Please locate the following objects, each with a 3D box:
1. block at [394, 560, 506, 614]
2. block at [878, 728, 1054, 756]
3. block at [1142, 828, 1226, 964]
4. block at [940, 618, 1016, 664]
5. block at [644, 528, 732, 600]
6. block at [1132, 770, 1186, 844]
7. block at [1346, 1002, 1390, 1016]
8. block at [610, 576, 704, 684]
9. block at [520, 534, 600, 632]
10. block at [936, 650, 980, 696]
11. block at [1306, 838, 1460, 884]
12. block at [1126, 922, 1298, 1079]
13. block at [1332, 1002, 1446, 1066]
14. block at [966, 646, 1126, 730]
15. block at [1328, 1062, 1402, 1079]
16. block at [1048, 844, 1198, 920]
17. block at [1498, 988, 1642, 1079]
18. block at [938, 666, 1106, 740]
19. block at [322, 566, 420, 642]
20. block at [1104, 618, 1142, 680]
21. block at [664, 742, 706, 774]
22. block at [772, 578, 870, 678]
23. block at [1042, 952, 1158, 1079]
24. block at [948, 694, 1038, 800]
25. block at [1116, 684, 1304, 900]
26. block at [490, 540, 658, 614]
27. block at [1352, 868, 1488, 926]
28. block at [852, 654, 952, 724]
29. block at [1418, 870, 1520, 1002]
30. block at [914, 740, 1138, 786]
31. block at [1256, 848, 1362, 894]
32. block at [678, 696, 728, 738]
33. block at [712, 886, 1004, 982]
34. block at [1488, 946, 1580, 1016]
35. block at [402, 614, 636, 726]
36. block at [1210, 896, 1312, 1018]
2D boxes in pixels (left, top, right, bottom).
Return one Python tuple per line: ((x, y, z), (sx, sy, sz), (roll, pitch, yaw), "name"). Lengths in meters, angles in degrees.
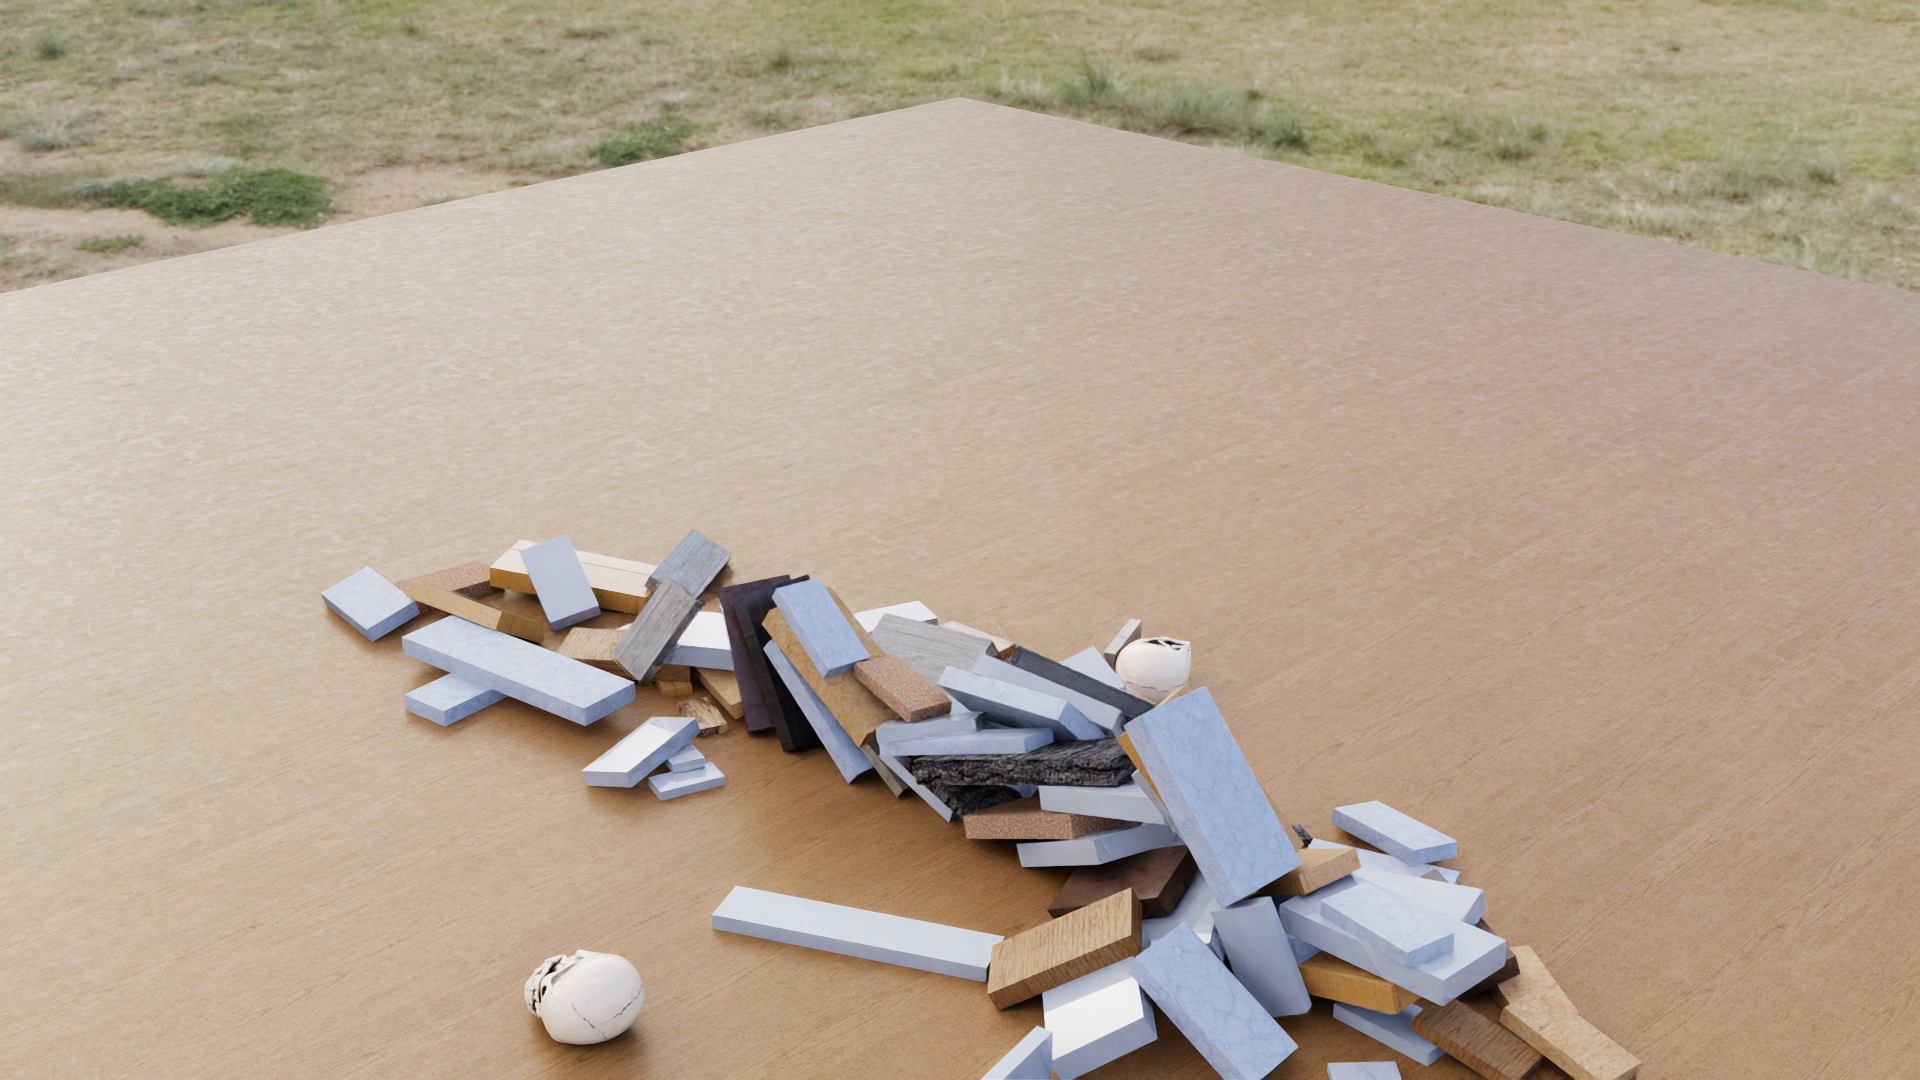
((-1.276, 0.119, 5.433), (0.264, 0.037, 0.132), (-18, 29, -35), "block")
((0.010, 0.402, 4.379), (0.356, 0.029, 0.103), (-5, 5, 36), "block")
((0.422, 0.608, 4.021), (0.177, 0.050, 0.513), (-22, 23, 25), "block")
((0.052, 0.271, 5.066), (0.153, 0.043, 0.307), (-6, 24, -15), "block")
((-0.673, 0.075, 5.466), (0.122, 0.035, 0.304), (33, 26, -1), "block")
((0.437, 0.489, 3.915), (0.130, 0.283, 0.037), (-39, 0, -43), "block")
((0.702, 0.772, 3.817), (0.098, 0.028, 0.196), (-19, 13, -35), "block")
((-0.677, 0.201, 4.914), (0.109, 0.219, 0.031), (37, 3, 33), "block")
((-0.968, 0.102, 5.320), (0.122, 0.035, 0.245), (-20, 52, -14), "block")
((0.095, 0.371, 4.712), (0.356, 0.050, 0.178), (21, 62, 40), "block")
((0.797, 0.643, 4.203), (0.288, 0.033, 0.116), (11, 25, 23), "block")
((0.422, 0.784, 3.682), (0.281, 0.040, 0.140), (47, 42, 17), "block")
((0.750, 0.828, 3.773), (0.098, 0.028, 0.196), (-21, 31, -40), "block")
((0.181, 0.343, 4.569), (0.305, 0.043, 0.153), (-26, 38, -9), "block")
((0.671, 0.889, 3.644), (0.113, 0.016, 0.057), (-1, 23, -2), "block")
((0.300, 0.630, 4.013), (0.281, 0.040, 0.140), (-17, 25, 46), "block")
((1.022, 0.840, 3.686), (0.105, 0.030, 0.211), (-15, 37, -38), "block")
((0.121, 0.339, 4.408), (0.324, 0.155, 0.044), (13, 70, 42), "block")
((-1.423, 0.153, 5.306), (0.132, 0.037, 0.264), (-34, 37, -25), "block")
((0.371, 0.262, 5.020), (0.027, 0.095, 0.191), (9, 25, 20), "block")
((-0.591, 0.454, 4.636), (0.071, 0.020, 0.141), (-10, 16, -21), "block")
((-0.291, 0.182, 4.596), (0.109, 0.031, 0.219), (-15, 60, -38), "block")
((0.232, 0.770, 3.778), (0.177, 0.050, 0.354), (-28, 21, 10), "block")
((0.061, 0.428, 4.604), (0.310, 0.044, 0.155), (20, 60, 39), "block")
((0.444, 0.446, 3.886), (0.176, 0.353, 0.050), (-33, -4, -43), "block")
((-0.934, 0.092, 5.431), (0.407, 0.050, 0.178), (10, 25, 10), "block")
((0.787, 0.674, 4.000), (0.299, 0.042, 0.149), (5, 36, 40), "block")
((-0.119, 0.304, 4.519), (0.103, 0.029, 0.206), (-11, 32, -36), "block")
((0.866, 0.715, 3.964), (0.149, 0.042, 0.299), (-23, 27, -7), "block")
((0.151, 0.431, 4.260), (0.480, 0.050, 0.176), (-5, 5, 39), "block")
((0.591, 0.596, 3.956), (0.130, 0.037, 0.259), (-19, 1, -27), "block")
((-0.564, 0.388, 4.820), (0.071, 0.020, 0.141), (-10, 25, -21), "block")
((-0.188, 0.719, 4.028), (0.533, 0.030, 0.106), (8, 24, 17), "block")
((0.991, 0.788, 3.864), (0.106, 0.030, 0.212), (-4, 23, -9), "block")
((-0.995, 0.287, 4.933), (0.590, 0.043, 0.153), (16, 28, 34), "block")
((0.516, 0.717, 3.769), (0.105, 0.211, 0.030), (-15, 13, 33), "block")
